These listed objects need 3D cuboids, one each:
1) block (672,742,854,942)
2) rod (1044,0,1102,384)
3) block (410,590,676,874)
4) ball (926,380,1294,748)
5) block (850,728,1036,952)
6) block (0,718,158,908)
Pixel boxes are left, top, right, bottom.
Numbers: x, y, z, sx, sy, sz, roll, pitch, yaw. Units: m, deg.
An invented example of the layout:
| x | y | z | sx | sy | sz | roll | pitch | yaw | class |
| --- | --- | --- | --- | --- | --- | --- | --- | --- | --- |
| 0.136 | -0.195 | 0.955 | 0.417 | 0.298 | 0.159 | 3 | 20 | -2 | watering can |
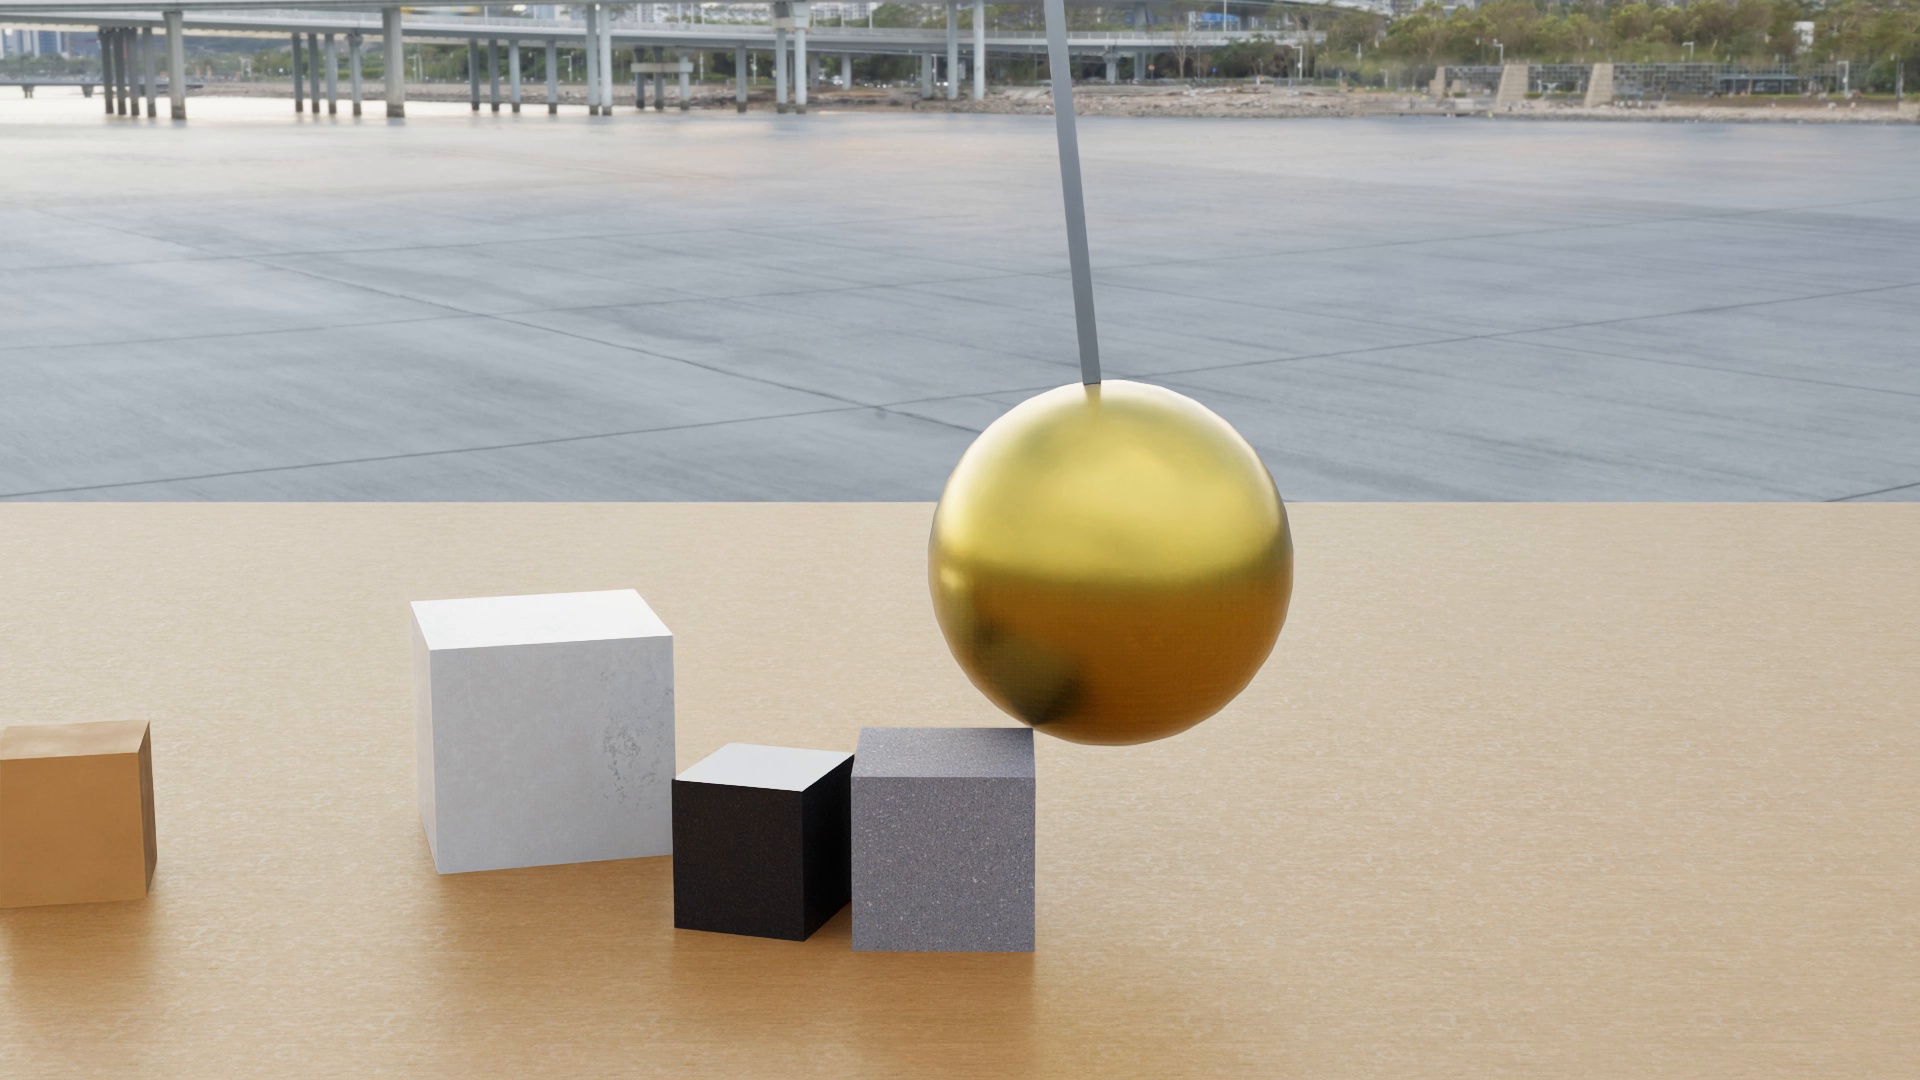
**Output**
| x | y | z | sx | sy | sz | roll | pitch | yaw | class |
| --- | --- | --- | --- | --- | --- | --- | --- | --- | --- |
| -0.820 | 1.264 | 10.829 | 0.577 | 0.639 | 0.621 | 3 | 11 | 17 | block |
| 0.284 | -3.223 | 10.594 | 0.080 | 5.200 | 0.080 | -6 | 10 | 1 | rod |
| -1.954 | 0.863 | 11.963 | 1.074 | 1.022 | 1.083 | -3 | 11 | -16 | block |
| 0.655 | 0.102 | 11.199 | 1.600 | 1.600 | 1.600 | 0 | 10 | 0 | ball |
| -0.061 | 1.237 | 10.719 | 0.740 | 0.731 | 0.793 | 0 | 10 | 1 | block |
| -3.869 | 1.186 | 11.223 | 0.606 | 0.651 | 0.591 | -2 | 11 | -12 | block |
